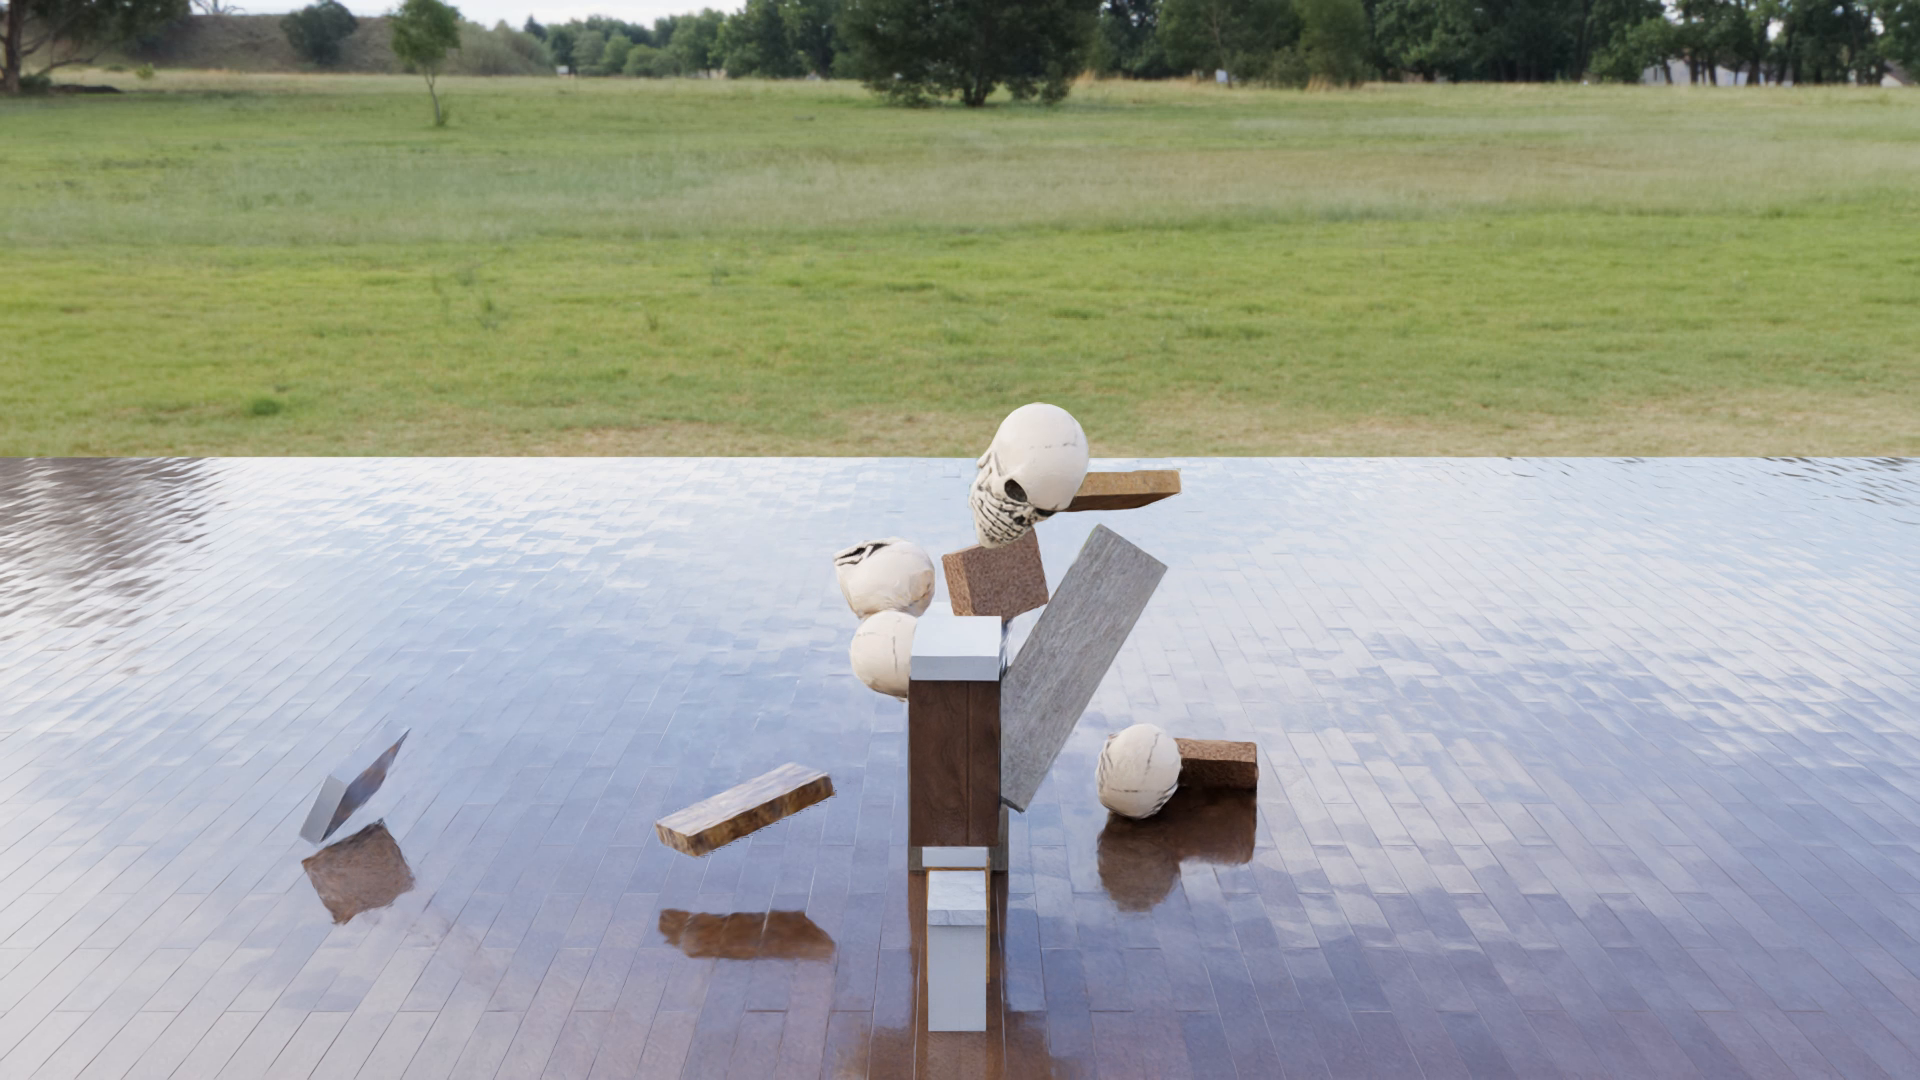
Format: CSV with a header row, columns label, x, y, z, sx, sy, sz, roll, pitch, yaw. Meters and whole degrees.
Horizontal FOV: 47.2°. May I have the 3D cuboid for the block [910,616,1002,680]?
label,x,y,z,sx,sy,sz,roll,pitch,yaw
block,-0.004,0.160,3.293,0.129,0.036,0.257,0,11,1

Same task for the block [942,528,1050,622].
label,x,y,z,sx,sy,sz,roll,pitch,yaw
block,0.066,0.070,3.890,0.040,0.139,0.279,-10,4,30

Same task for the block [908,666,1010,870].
label,x,y,z,sx,sy,sz,roll,pitch,yaw
block,-0.002,0.392,3.782,0.173,0.346,0.049,0,3,2

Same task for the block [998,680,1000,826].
label,x,y,z,sx,sy,sz,roll,pitch,yaw
block,-0.002,0.303,3.404,0.129,0.283,0.036,0,13,1

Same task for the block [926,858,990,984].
label,x,y,z,sx,sy,sz,roll,pitch,yaw
block,-0.002,0.567,3.279,0.094,0.188,0.027,0,11,2

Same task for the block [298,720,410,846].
label,x,y,z,sx,sy,sz,roll,pitch,yaw
block,-1.100,0.439,4.004,0.040,0.140,0.279,30,18,0

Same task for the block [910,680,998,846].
label,x,y,z,sx,sy,sz,roll,pitch,yaw
block,-0.008,0.322,3.232,0.129,0.257,0.036,0,11,0

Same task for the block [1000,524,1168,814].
label,x,y,z,sx,sy,sz,roll,pitch,yaw
block,0.165,0.207,3.608,0.137,0.480,0.039,33,-17,-3

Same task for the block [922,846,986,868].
label,x,y,z,sx,sy,sz,roll,pitch,yaw
block,-0.007,0.450,3.319,0.094,0.027,0.188,0,11,1

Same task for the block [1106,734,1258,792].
label,x,y,z,sx,sy,sz,roll,pitch,yaw
block,0.428,0.428,4.215,0.279,0.040,0.140,2,-29,11

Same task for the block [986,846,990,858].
label,x,y,z,sx,sy,sz,roll,pitch,yaw
block,-0.002,0.544,3.403,0.094,0.188,0.027,0,11,1

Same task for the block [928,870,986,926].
label,x,y,z,sx,sy,sz,roll,pitch,yaw
block,-0.004,0.511,3.141,0.081,0.023,0.163,0,11,0

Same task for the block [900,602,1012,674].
label,x,y,z,sx,sy,sz,roll,pitch,yaw
block,-0.002,0.171,3.880,0.173,0.049,0.346,1,11,4

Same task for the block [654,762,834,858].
label,x,y,z,sx,sy,sz,roll,pitch,yaw
block,-0.367,0.458,3.751,0.274,0.039,0.137,-22,15,-29

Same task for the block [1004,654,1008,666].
label,x,y,z,sx,sy,sz,roll,pitch,yaw
block,0.000,0.351,4.003,0.173,0.346,0.049,0,4,2

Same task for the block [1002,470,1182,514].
label,x,y,z,sx,sy,sz,roll,pitch,yaw
block,0.227,-0.082,3.761,0.275,0.039,0.137,-3,-10,-32

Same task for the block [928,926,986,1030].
label,x,y,z,sx,sy,sz,roll,pitch,yaw
block,-0.004,0.612,3.105,0.081,0.163,0.023,0,11,0
